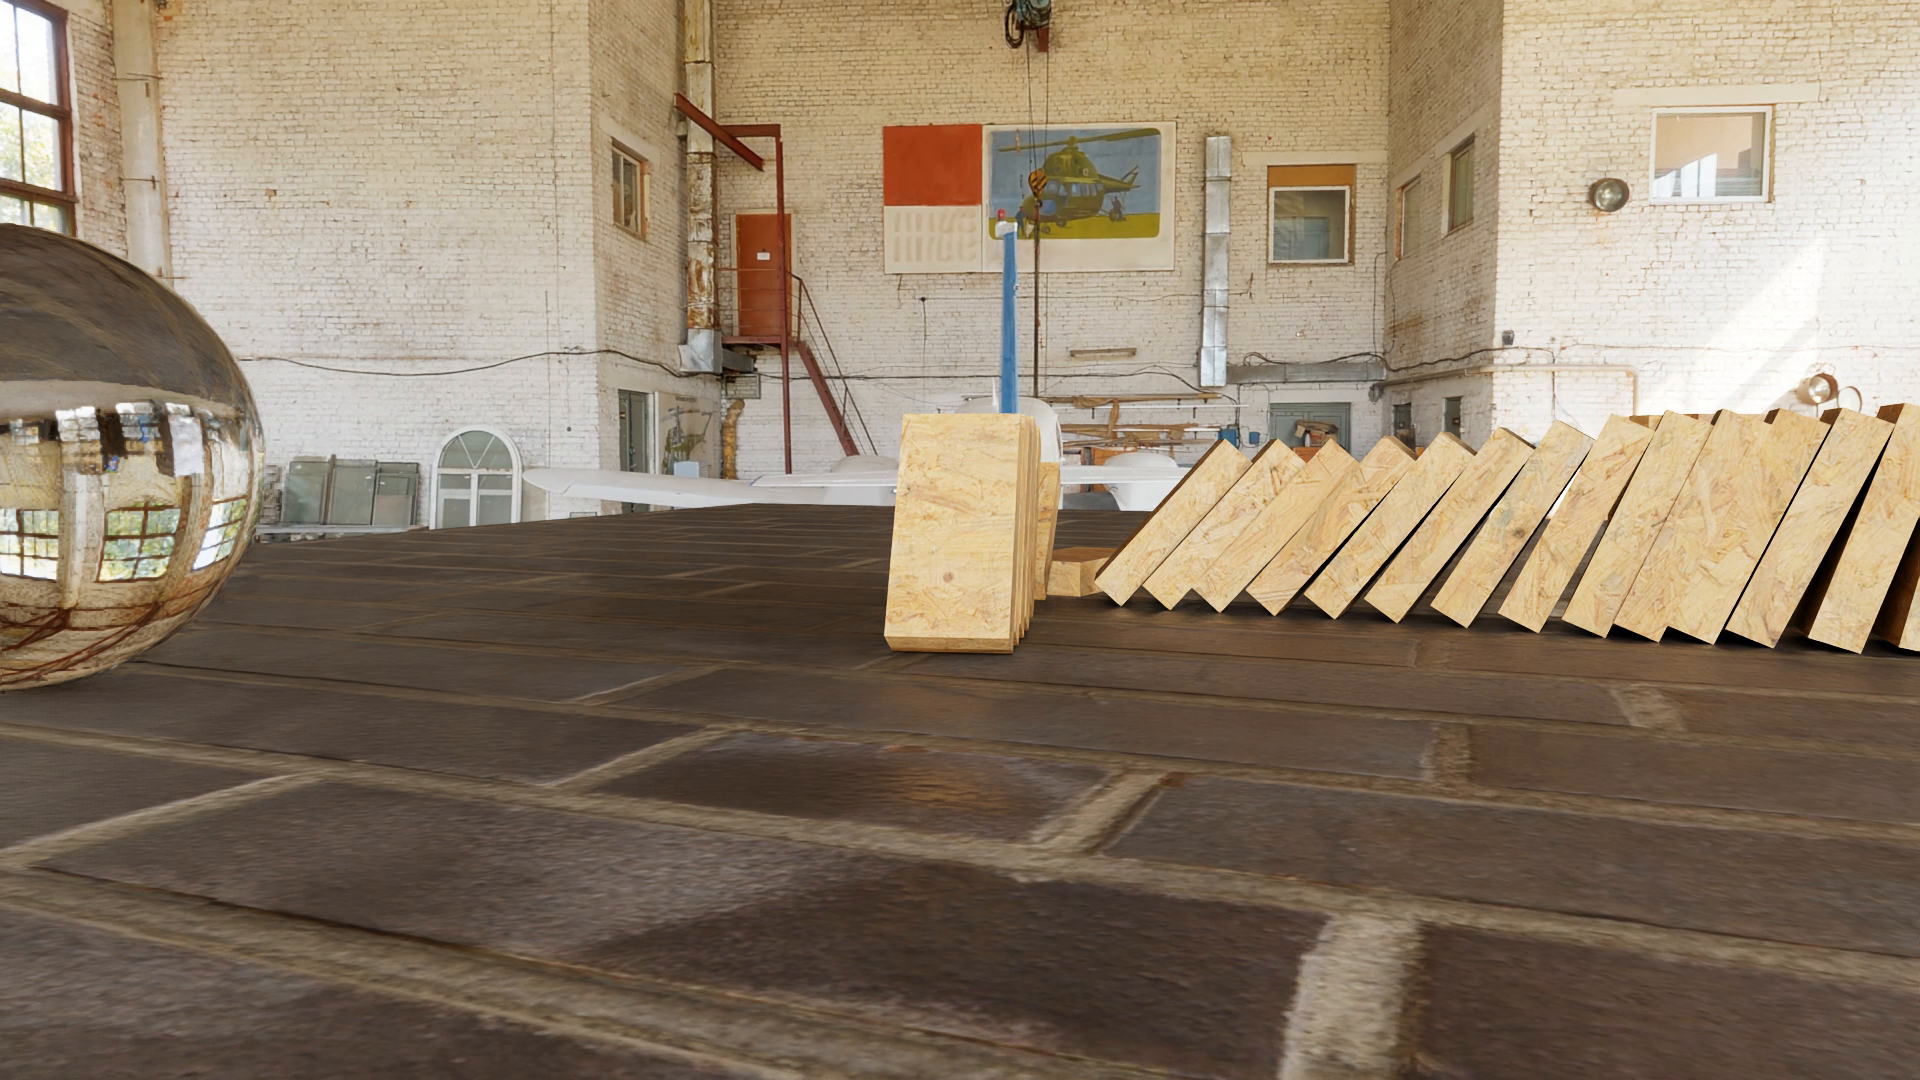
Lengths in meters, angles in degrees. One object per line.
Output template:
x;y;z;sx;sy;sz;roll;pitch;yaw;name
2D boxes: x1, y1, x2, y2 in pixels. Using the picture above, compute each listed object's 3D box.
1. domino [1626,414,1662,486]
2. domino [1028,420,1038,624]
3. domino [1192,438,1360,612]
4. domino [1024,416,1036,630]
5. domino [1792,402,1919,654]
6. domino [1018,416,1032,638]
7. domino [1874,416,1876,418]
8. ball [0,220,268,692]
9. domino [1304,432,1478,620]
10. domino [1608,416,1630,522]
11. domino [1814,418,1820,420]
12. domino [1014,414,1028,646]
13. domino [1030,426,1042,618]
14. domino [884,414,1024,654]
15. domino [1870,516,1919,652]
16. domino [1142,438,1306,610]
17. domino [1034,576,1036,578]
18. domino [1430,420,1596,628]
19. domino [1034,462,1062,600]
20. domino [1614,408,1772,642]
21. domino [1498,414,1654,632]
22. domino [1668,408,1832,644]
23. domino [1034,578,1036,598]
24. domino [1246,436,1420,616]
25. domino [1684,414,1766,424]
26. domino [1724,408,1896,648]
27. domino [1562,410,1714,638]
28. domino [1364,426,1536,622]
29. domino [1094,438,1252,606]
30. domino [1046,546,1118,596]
0.191;-0.008;0.339;0.025;0.050;0.009;0;4;-1;domino
0.005;-0.005;0.310;0.025;0.050;0.010;1;-23;8;domino
0.081;-0.004;0.330;0.009;0.050;0.025;43;14;10;domino
0.004;-0.004;0.299;0.025;0.050;0.010;1;-23;8;domino
0.191;-0.003;0.269;0.010;0.050;0.025;20;12;24;domino
0.003;-0.004;0.289;0.025;0.050;0.010;1;-23;8;domino
0.260;-0.010;0.366;0.009;0.050;0.025;4;6;40;domino
-0.164;-0.014;0.220;0.080;0.080;0.080;0;4;0;ball
0.107;-0.004;0.316;0.010;0.050;0.025;42;20;17;domino
0.193;-0.009;0.354;0.025;0.050;0.010;2;5;27;domino
0.247;-0.010;0.374;0.009;0.050;0.025;1;5;19;domino
0.001;-0.003;0.278;0.025;0.050;0.010;1;-23;8;domino
0.007;-0.005;0.323;0.025;0.050;0.009;1;-29;8;domino
-0.001;-0.002;0.268;0.025;0.050;0.009;1;-23;8;domino
0.202;-0.003;0.263;0.009;0.050;0.025;14;9;22;domino
0.069;-0.005;0.336;0.010;0.050;0.025;42;9;4;domino
0.007;-0.006;0.335;0.025;0.050;0.009;0;-31;7;domino
0.131;-0.004;0.302;0.009;0.050;0.025;35;19;21;domino
0.014;-0.004;0.368;0.025;0.010;0.050;1;40;10;domino
0.160;-0.004;0.282;0.010;0.050;0.025;26;15;24;domino
0.142;-0.004;0.295;0.010;0.050;0.025;30;17;23;domino
0.170;-0.003;0.279;0.010;0.050;0.025;26;15;24;domino
0.008;-0.004;0.354;0.025;0.009;0.050;-4;41;5;domino
0.094;-0.004;0.322;0.009;0.050;0.025;43;19;15;domino
0.193;-0.007;0.325;0.025;0.050;0.010;-1;4;-11;domino
0.179;-0.003;0.274;0.010;0.050;0.025;26;15;23;domino
0.152;-0.004;0.289;0.009;0.050;0.025;26;15;24;domino
0.119;-0.004;0.309;0.010;0.050;0.025;39;20;19;domino
0.057;-0.005;0.345;0.010;0.050;0.025;42;8;3;domino
0.036;0.009;0.385;0.025;0.010;0.050;3;5;31;domino
